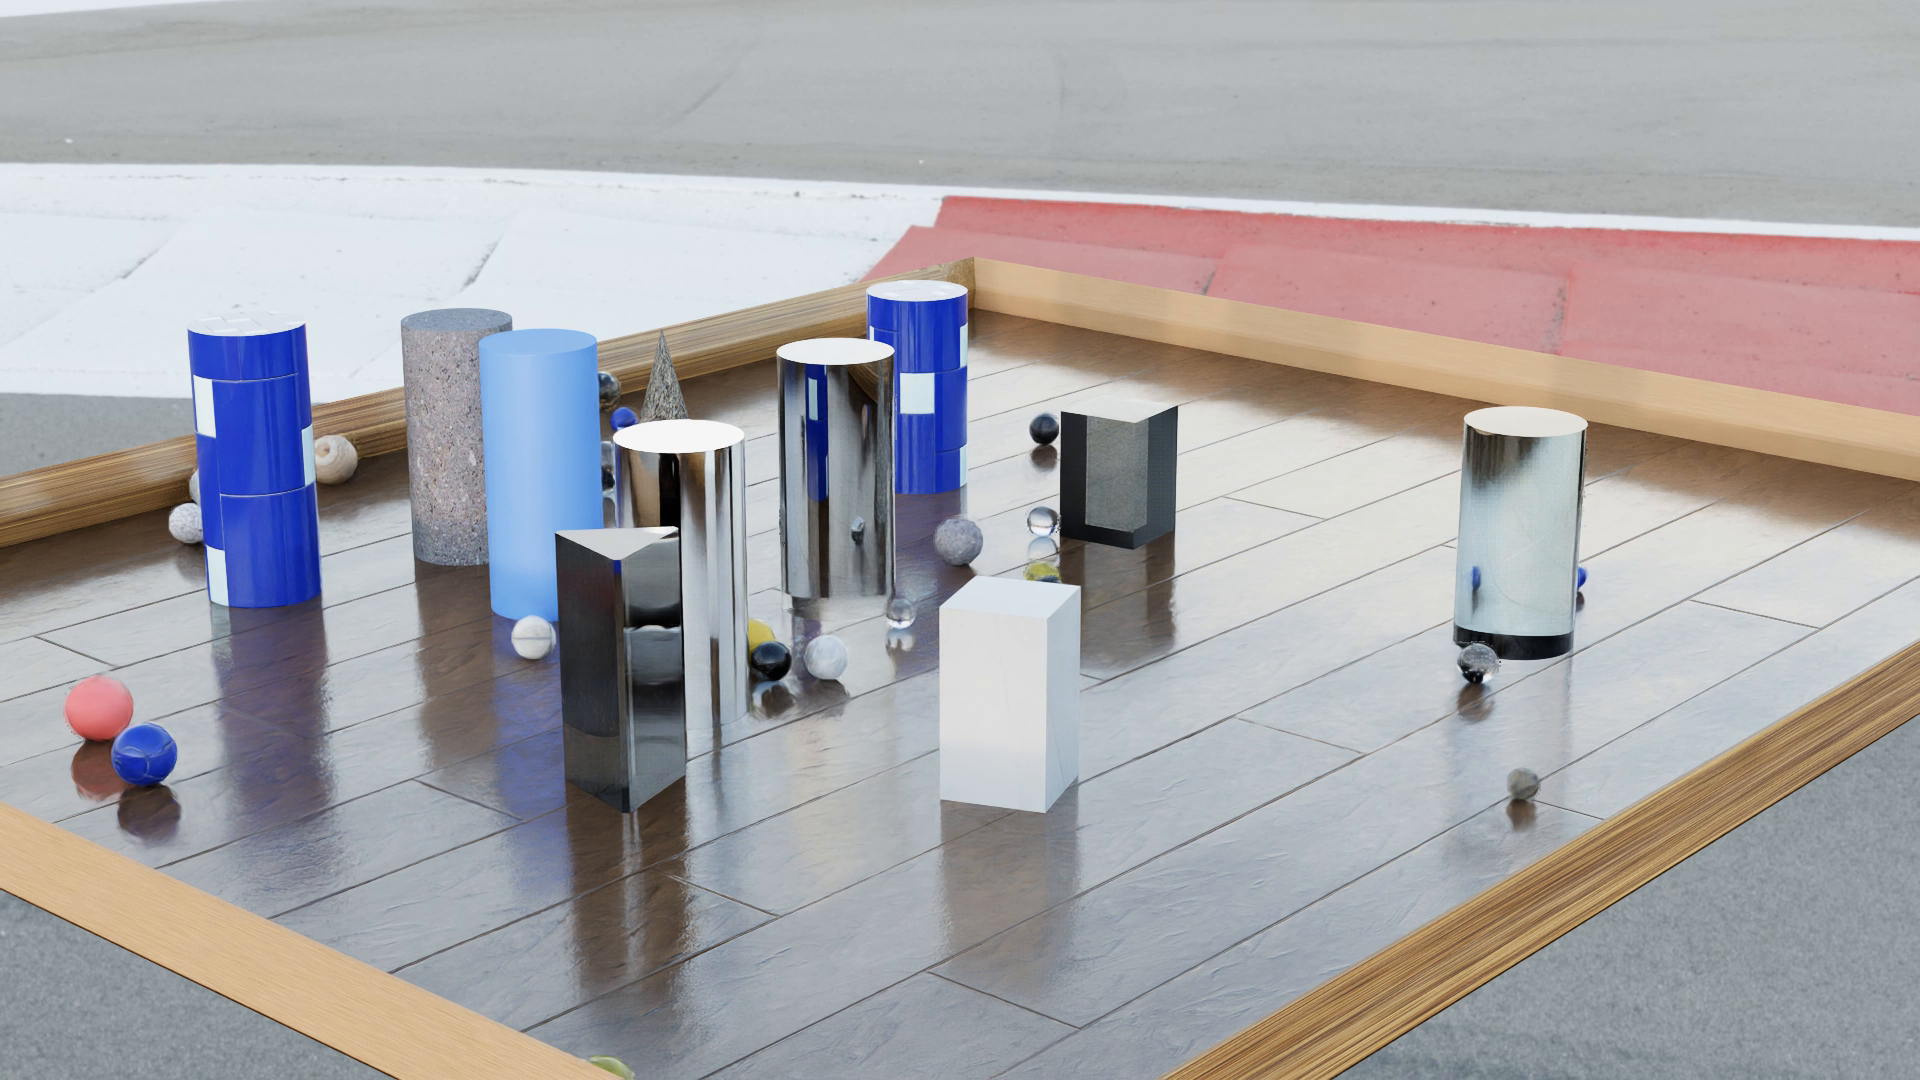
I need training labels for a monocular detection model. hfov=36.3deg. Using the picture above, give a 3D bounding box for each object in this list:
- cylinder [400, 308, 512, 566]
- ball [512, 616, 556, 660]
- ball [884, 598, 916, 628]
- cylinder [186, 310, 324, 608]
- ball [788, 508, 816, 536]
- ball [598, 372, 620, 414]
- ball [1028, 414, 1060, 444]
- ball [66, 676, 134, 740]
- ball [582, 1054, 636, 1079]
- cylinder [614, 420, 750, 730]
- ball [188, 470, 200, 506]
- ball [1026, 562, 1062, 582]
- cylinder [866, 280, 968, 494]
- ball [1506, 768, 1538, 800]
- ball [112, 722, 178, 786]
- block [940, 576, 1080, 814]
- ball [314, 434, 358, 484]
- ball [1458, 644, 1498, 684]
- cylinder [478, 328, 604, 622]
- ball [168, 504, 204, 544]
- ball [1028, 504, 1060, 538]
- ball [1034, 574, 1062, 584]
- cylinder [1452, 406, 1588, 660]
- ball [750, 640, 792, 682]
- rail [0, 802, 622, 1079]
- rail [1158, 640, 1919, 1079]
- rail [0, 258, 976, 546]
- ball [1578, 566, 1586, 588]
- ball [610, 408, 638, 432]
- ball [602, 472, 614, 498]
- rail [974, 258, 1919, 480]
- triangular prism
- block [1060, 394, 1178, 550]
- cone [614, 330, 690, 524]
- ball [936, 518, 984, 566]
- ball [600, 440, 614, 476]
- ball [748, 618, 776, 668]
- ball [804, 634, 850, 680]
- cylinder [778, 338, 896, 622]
[{"bbox_3d":[-0.905,-0.189,5.334,0.199,0.432,0.199,0,17,0],"label":"cylinder"},{"bbox_3d":[-0.699,0.159,4.803,0.071,0.071,0.071,0,17,0],"label":"ball"},{"bbox_3d":[-0.101,0.124,4.952,0.052,0.052,0.052,0,17,0],"label":"ball"},{"bbox_3d":[-1.221,-0.140,5.086,0.199,0.481,0.199,0,17,0],"label":"cylinder"},{"bbox_3d":[-0.296,-0.034,5.478,0.052,0.052,0.052,0,17,0],"label":"ball"},{"bbox_3d":[-0.783,-0.320,6.359,0.092,0.092,0.092,0,17,0],"label":"ball"},{"bbox_3d":[0.175,-0.230,6.107,0.065,0.065,0.065,0,17,0],"label":"ball"},{"bbox_3d":[-1.302,0.254,4.438,0.099,0.099,0.099,0,17,0],"label":"ball"},{"bbox_3d":[-0.399,0.616,3.269,0.082,0.082,0.082,0,17,0],"label":"ball"},{"bbox_3d":[-0.427,0.053,4.518,0.199,0.440,0.199,0,17,0],"label":"cylinder"},{"bbox_3d":[-1.436,-0.101,5.636,0.090,0.090,0.090,0,17,0],"label":"ball"},{"bbox_3d":[0.145,0.069,5.117,0.063,0.063,0.063,0,17,0],"label":"ball"},{"bbox_3d":[-0.084,-0.303,5.793,0.199,0.386,0.199,0,17,0],"label":"cylinder"},{"bbox_3d":[0.808,0.350,4.212,0.046,0.046,0.046,0,17,0],"label":"ball"},{"bbox_3d":[-1.185,0.311,4.259,0.093,0.093,0.093,0,17,0],"label":"ball"},{"bbox_3d":[0.073,0.220,4.222,0.159,0.291,0.159,6,18,19],"label":"block"},{"bbox_3d":[-1.244,-0.159,5.811,0.099,0.099,0.099,0,17,0],"label":"ball"},{"bbox_3d":[0.828,0.198,4.686,0.065,0.065,0.065,0,17,0],"label":"ball"},{"bbox_3d":[-0.713,-0.113,5.021,0.199,0.466,0.199,0,17,0],"label":"cylinder"},{"bbox_3d":[-1.426,-0.031,5.428,0.074,0.074,0.074,0,17,0],"label":"ball"},{"bbox_3d":[0.156,-0.035,5.468,0.060,0.060,0.060,0,17,0],"label":"ball"},{"bbox_3d":[0.152,0.089,5.060,0.058,0.058,0.058,0,17,0],"label":"ball"},{"bbox_3d":[0.923,-0.013,4.841,0.199,0.378,0.199,0,17,0],"label":"cylinder"},{"bbox_3d":[-0.303,0.194,4.696,0.066,0.066,0.066,0,17,0],"label":"ball"},{"bbox_3d":[-1.171,0.421,3.829,3.050,0.129,0.045,14,22,39],"label":"rail"},{"bbox_3d":[1.134,0.316,4.177,0.045,0.129,3.618,14,22,39],"label":"rail"},{"bbox_3d":[-1.134,-0.251,6.062,0.045,0.129,3.618,14,22,39],"label":"rail"},{"bbox_3d":[1.080,0.065,5.161,0.046,0.046,0.046,0,17,0],"label":"ball"},{"bbox_3d":[-0.709,-0.250,6.182,0.058,0.058,0.058,0,17,0],"label":"ball"},{"bbox_3d":[-0.699,-0.109,5.728,0.051,0.051,0.051,0,17,0],"label":"ball"},{"bbox_3d":[1.171,-0.356,6.411,3.050,0.129,0.045,14,22,39],"label":"rail"},{"bbox_3d":[-0.466,0.175,4.219,0.149,0.377,0.172,-12,21,-35],"label":"triangular prism"},{"bbox_3d":[0.296,-0.129,5.465,0.159,0.241,0.159,11,20,32],"label":"block"},{"bbox_3d":[-0.556,-0.215,5.514,0.199,0.378,0.199,0,17,0],"label":"cone"},{"bbox_3d":[-0.001,0.002,5.297,0.086,0.086,0.086,0,17,0],"label":"ball"},{"bbox_3d":[-0.705,-0.150,5.794,0.092,0.092,0.092,0,17,0],"label":"ball"},{"bbox_3d":[-0.340,0.167,4.757,0.082,0.082,0.082,0,17,0],"label":"ball"},{"bbox_3d":[-0.214,0.188,4.704,0.072,0.072,0.072,0,17,0],"label":"ball"},{"bbox_3d":[-0.211,-0.105,5.023,0.199,0.449,0.199,0,17,0],"label":"cylinder"}]
